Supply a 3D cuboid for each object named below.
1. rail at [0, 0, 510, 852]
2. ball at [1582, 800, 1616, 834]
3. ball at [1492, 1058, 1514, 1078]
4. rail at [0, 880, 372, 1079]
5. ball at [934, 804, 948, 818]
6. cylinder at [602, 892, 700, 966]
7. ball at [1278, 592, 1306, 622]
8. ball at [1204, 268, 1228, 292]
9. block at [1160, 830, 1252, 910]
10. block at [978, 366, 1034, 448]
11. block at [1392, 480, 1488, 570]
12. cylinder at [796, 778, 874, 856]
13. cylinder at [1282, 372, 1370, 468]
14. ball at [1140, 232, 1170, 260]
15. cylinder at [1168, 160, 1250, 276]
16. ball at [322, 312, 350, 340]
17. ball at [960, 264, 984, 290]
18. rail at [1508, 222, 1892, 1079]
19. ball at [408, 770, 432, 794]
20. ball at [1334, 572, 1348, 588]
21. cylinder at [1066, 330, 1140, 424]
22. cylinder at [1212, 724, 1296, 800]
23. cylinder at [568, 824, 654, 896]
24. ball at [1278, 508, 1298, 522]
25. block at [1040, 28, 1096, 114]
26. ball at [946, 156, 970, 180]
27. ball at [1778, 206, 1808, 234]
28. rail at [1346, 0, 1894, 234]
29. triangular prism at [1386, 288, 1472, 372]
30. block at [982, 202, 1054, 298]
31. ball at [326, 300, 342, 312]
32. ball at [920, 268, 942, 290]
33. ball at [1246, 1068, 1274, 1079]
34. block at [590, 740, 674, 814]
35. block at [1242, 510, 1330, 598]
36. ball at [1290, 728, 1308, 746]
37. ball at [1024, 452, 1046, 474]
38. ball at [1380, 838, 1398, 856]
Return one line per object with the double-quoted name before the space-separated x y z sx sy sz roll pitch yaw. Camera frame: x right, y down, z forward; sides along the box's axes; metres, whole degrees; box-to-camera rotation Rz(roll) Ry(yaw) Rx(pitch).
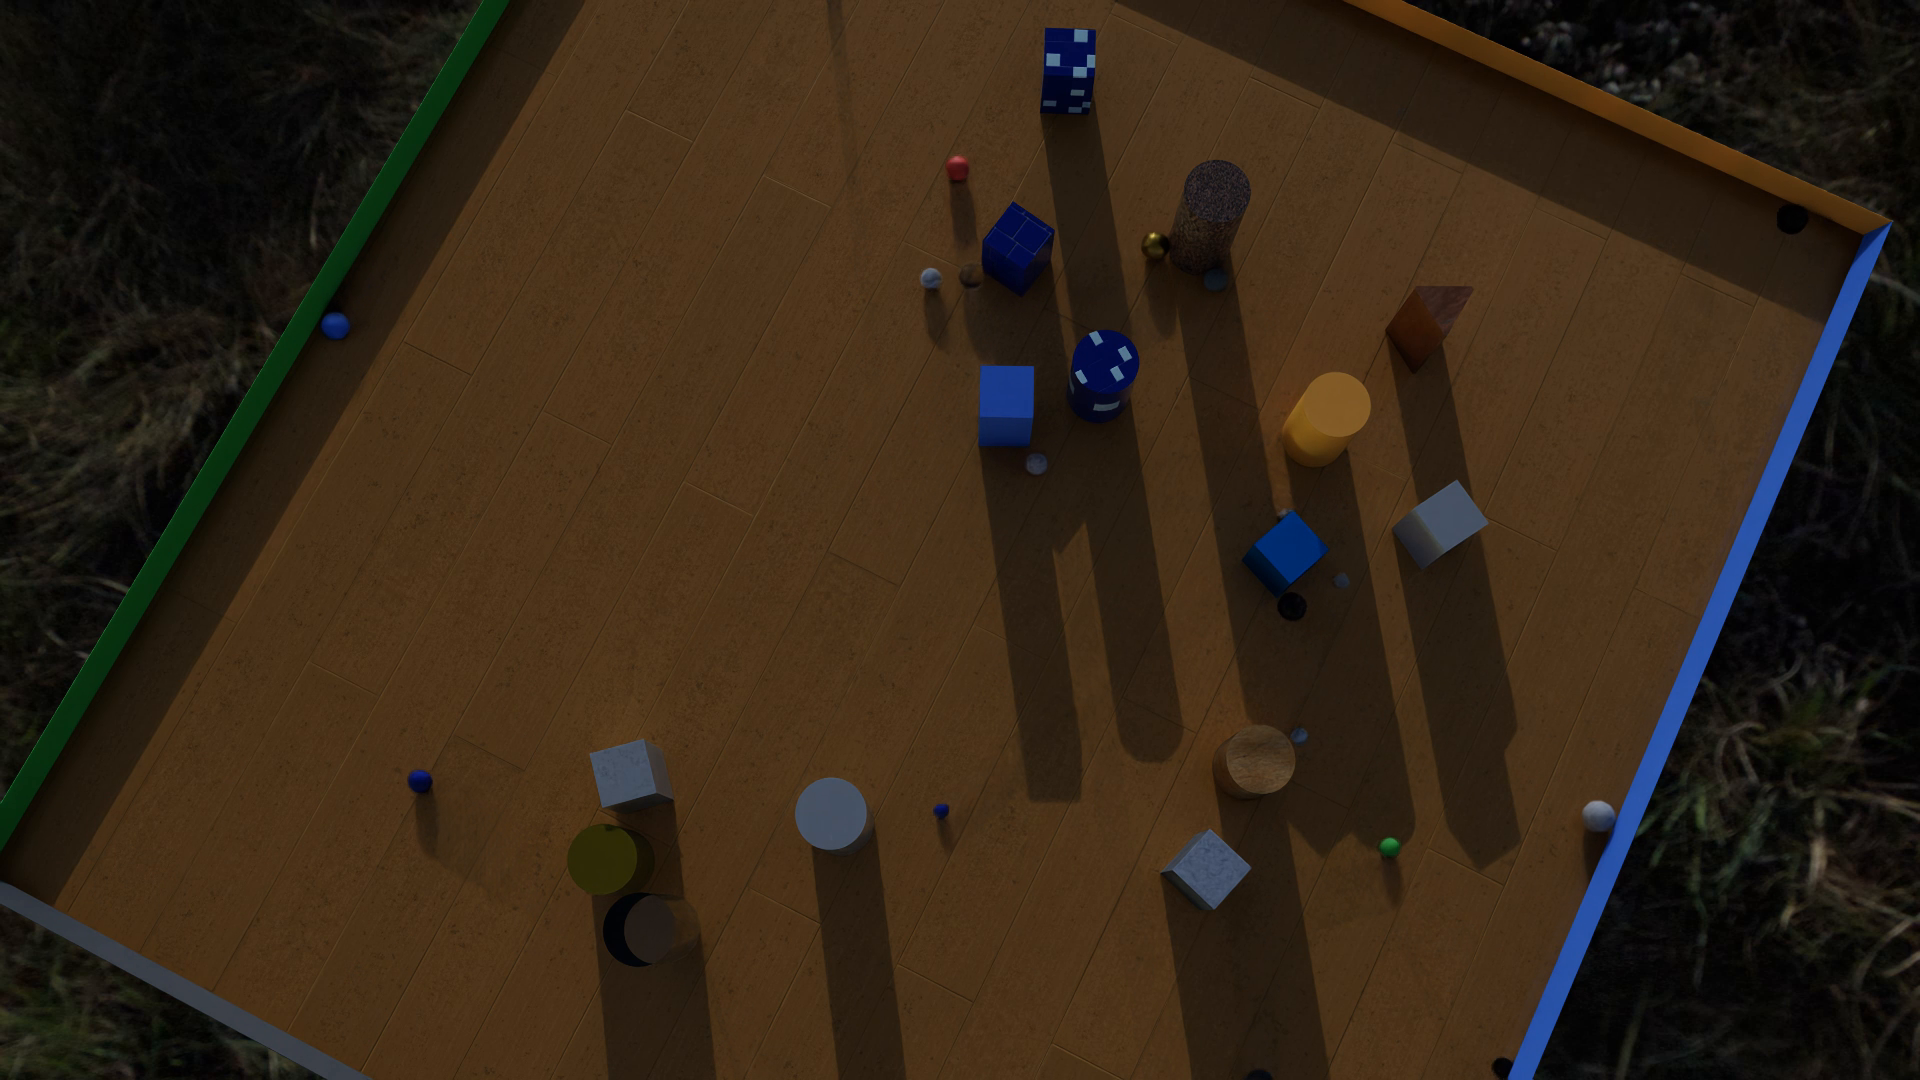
"rail" -1.896 -0.922 5.741 0.045 0.127 4.392 26 80 5
"ball" 1.881 0.817 5.398 0.096 0.096 0.096 0 78 0
"ball" 1.563 1.518 5.273 0.057 0.057 0.057 0 78 0
"rail" -0.972 1.910 5.155 4.287 0.127 0.045 26 80 5
"ball" -0.054 0.803 5.428 0.043 0.043 0.043 0 78 0
"cylinder" -0.860 1.093 5.147 0.196 0.476 0.196 0 78 0
"ball" 1.003 0.201 5.530 0.087 0.087 0.087 0 78 0
"ball" 0.803 -0.814 5.746 0.075 0.075 0.075 0 78 0
"block" 0.702 0.948 5.256 0.157 0.321 0.157 43 81 8
"block" 0.137 -0.400 5.526 0.157 0.339 0.157 1 78 0
"block" 1.433 -0.042 5.481 0.157 0.282 0.157 -33 80 -6
"cylinder" -0.352 0.792 5.220 0.196 0.455 0.196 0 78 0
"cylinder" 1.096 -0.357 5.505 0.196 0.364 0.196 0 78 0
"ball" 0.613 -0.925 5.762 0.090 0.090 0.090 0 78 0
"cylinder" 0.755 -0.977 5.590 0.196 0.448 0.196 0 78 0
"ball" -1.945 -0.669 5.711 0.086 0.086 0.086 0 78 0
"ball" 0.038 -0.827 5.747 0.081 0.081 0.081 0 78 0
"rail" 1.896 0.935 5.357 0.045 0.127 4.392 26 80 5
"ball" -1.600 0.717 5.434 0.067 0.067 0.067 0 78 0
"ball" 1.158 0.122 5.568 0.045 0.045 0.045 0 78 0
"cylinder" 0.430 -0.492 5.552 0.196 0.326 0.196 0 78 0
"cylinder" 0.851 0.650 5.330 0.196 0.298 0.196 0 78 0
"cylinder" -1.000 0.923 5.271 0.196 0.303 0.196 0 78 0
"ball" 1.002 -0.068 5.599 0.062 0.062 0.062 0 78 0
"block" 0.339 -1.477 5.783 0.157 0.273 0.157 2 78 0
"ball" -0.007 -1.180 5.822 0.075 0.075 0.075 0 78 0
"ball" 2.628 -1.010 5.780 0.089 0.089 0.089 0 78 0
"rail" 0.972 -1.896 5.943 4.287 0.127 0.045 26 80 5
"triangular prism" 1.398 -0.666 5.558 0.147 0.386 0.170 30 80 6
"block" 0.178 -0.896 5.671 0.157 0.256 0.157 36 81 7
"ball" -1.963 -0.726 5.742 0.048 0.048 0.048 0 78 0
"ball" -0.091 -0.819 5.751 0.068 0.068 0.068 0 78 0
"ball" 0.858 1.560 5.250 0.085 0.085 0.085 0 78 0
"block" -0.947 0.688 5.308 0.157 0.325 0.157 -15 79 -3
"block" 0.972 0.045 5.483 0.157 0.243 0.157 -40 81 -8
"ball" 1.012 0.585 5.468 0.054 0.054 0.054 0 78 0
"ball" 0.233 -0.234 5.630 0.068 0.068 0.068 0 78 0
"ball" 1.265 0.906 5.401 0.056 0.056 0.056 0 78 0
